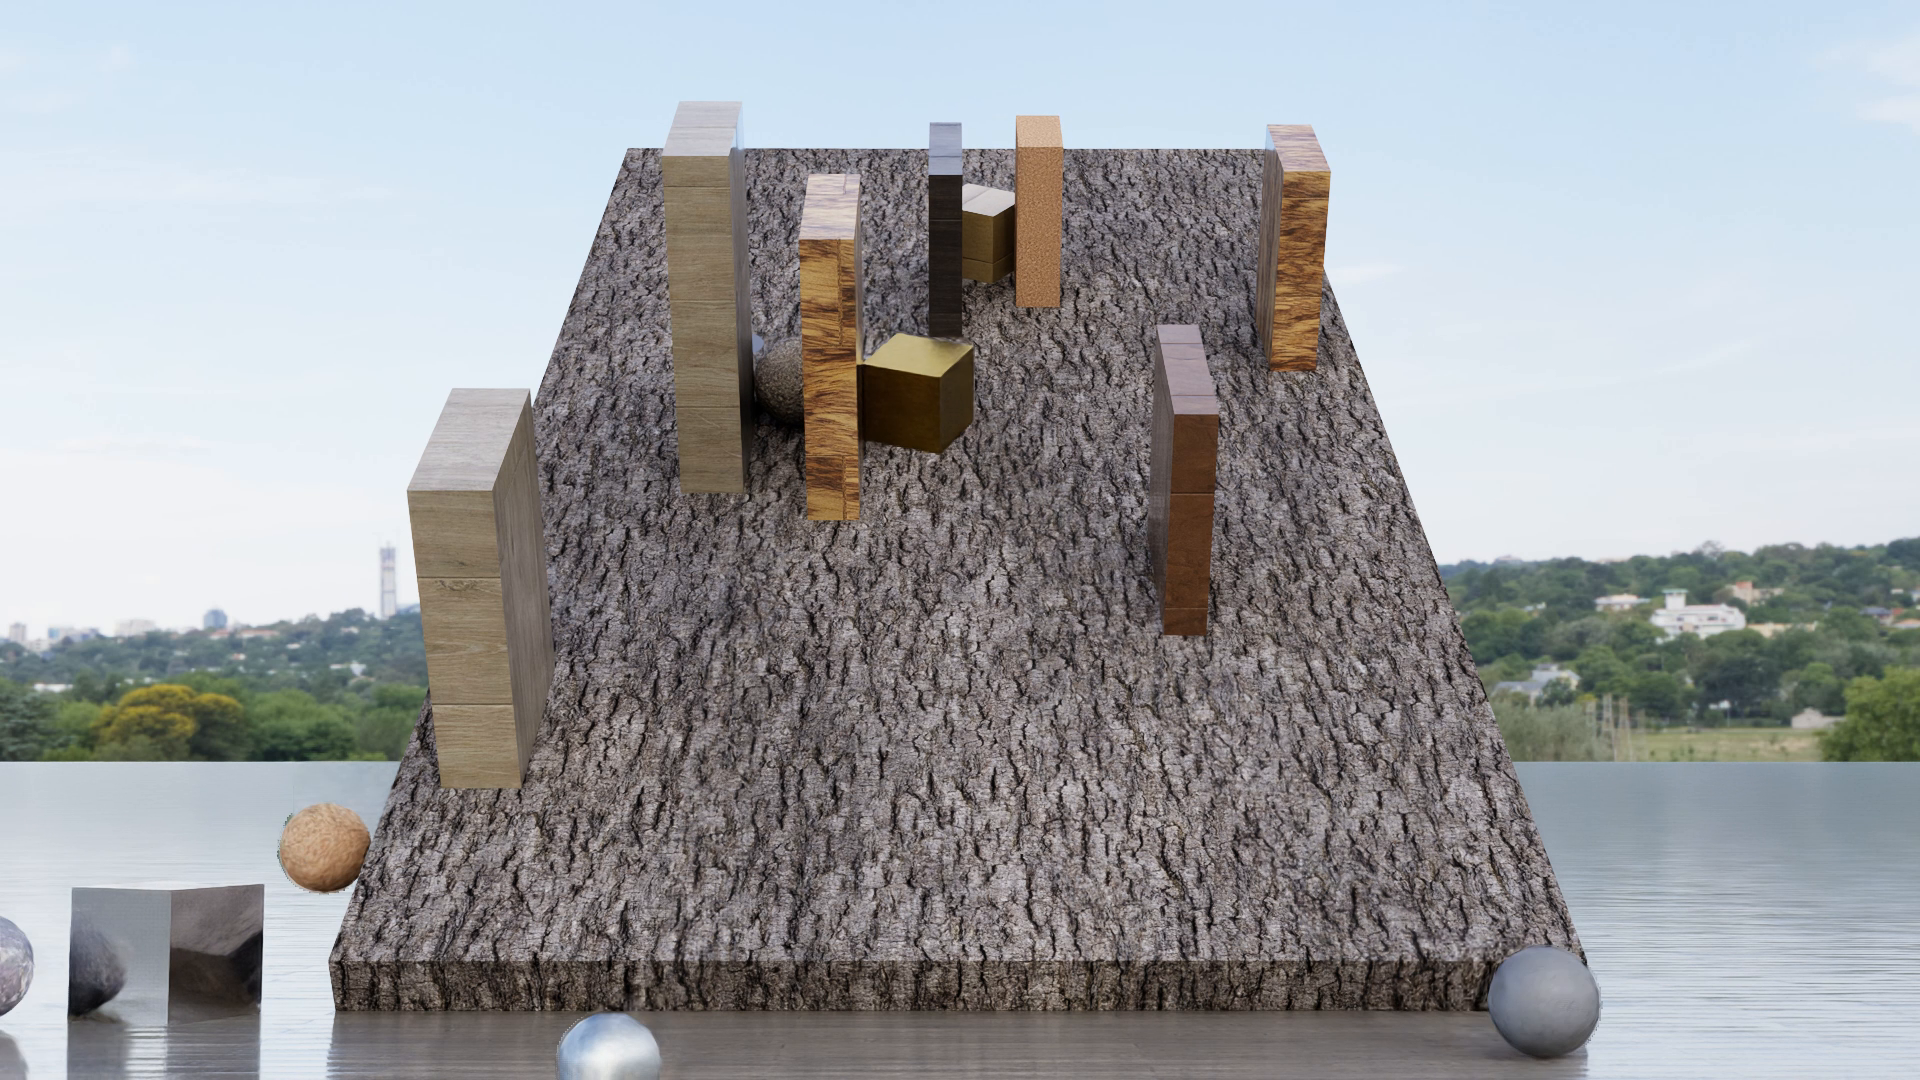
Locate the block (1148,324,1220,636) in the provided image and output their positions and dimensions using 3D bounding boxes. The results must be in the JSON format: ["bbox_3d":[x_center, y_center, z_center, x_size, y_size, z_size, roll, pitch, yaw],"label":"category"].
[{"bbox_3d":[0.443,-0.125,4.775,0.084,0.479,0.433,0,28,0],"label":"block"}]

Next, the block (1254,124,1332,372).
[{"bbox_3d":[0.814,-0.721,5.869,0.110,0.512,0.351,0,28,0],"label":"block"}]

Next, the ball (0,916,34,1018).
[{"bbox_3d":[-1.507,0.654,3.647,0.171,0.171,0.171,0,-5,0],"label":"ball"}]

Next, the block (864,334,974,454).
[{"bbox_3d":[-0.095,-0.337,5.478,0.192,0.192,0.192,12,30,21],"label":"block"}]

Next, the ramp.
[{"bbox_3d":[-0.011,-0.223,5.577,2.000,0.100,4.000,0,28,0],"label":"ramp"}]

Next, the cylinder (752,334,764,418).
[{"bbox_3d":[-0.539,-0.385,5.597,0.164,0.164,0.164,0,28,0],"label":"cylinder"}]

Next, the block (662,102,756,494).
[{"bbox_3d":[-0.544,-0.530,5.220,0.138,0.773,0.366,0,28,0],"label":"block"}]

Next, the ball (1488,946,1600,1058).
[{"bbox_3d":[0.794,0.628,3.242,0.149,0.149,0.149,0,-5,0],"label":"ball"}]

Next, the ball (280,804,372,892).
[{"bbox_3d":[-1.137,0.551,4.272,0.159,0.159,0.159,0,-5,0],"label":"ball"}]

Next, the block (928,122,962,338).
[{"bbox_3d":[-0.037,-0.797,6.097,0.083,0.429,0.410,0,28,0],"label":"block"}]

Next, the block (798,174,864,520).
[{"bbox_3d":[-0.272,-0.419,5.152,0.111,0.641,0.397,0,28,0],"label":"block"}]

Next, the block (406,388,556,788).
[{"bbox_3d":[-0.846,0.082,4.257,0.141,0.589,0.411,0,28,0],"label":"block"}]

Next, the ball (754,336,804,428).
[{"bbox_3d":[-0.372,-0.365,5.513,0.209,0.209,0.209,0,-5,0],"label":"ball"}]

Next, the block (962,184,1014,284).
[{"bbox_3d":[0.054,-0.825,6.405,0.189,0.189,0.189,16,32,27],"label":"block"}]

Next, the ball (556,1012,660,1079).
[{"bbox_3d":[-0.399,0.596,2.710,0.117,0.117,0.117,0,-5,0],"label":"ball"}]

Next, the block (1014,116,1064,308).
[{"bbox_3d":[0.202,-0.857,6.205,0.113,0.433,0.257,0,28,0],"label":"block"}]

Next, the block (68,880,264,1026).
[{"bbox_3d":[-1.248,0.647,3.753,0.205,0.205,0.205,-2,-6,25],"label":"block"}]
